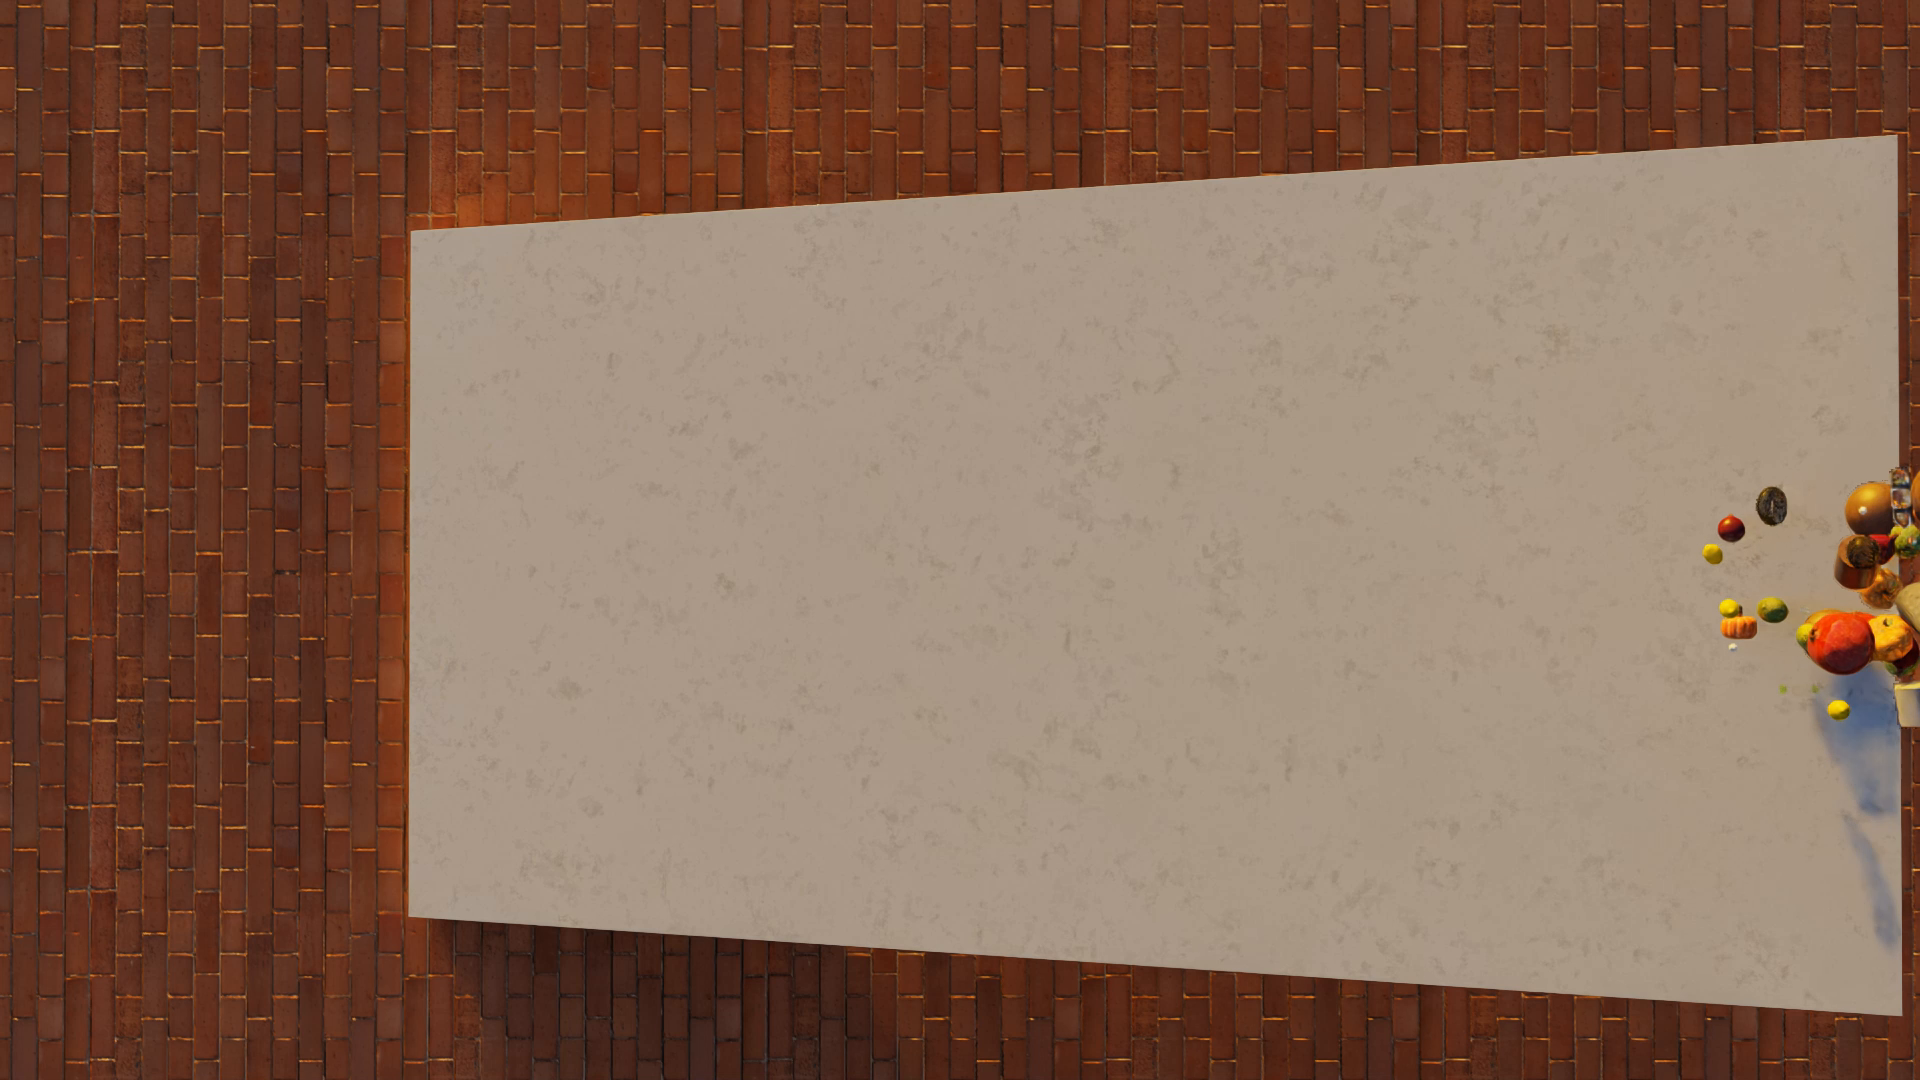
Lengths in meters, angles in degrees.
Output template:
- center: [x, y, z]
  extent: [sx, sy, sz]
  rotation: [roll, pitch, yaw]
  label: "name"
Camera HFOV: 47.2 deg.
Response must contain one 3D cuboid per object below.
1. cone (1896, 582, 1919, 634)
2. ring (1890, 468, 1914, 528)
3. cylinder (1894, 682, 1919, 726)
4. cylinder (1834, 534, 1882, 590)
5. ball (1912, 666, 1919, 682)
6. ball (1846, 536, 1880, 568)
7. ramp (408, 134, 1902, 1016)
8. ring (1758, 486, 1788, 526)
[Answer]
- center: [1.577, 0.136, 3.577]
  extent: [0.099, 0.099, 0.099]
  rotation: [20, 48, 0]
  label: "cone"
- center: [1.668, -0.074, 3.892]
  extent: [0.035, 0.106, 0.106]
  rotation: [-3, 89, 25]
  label: "ring"
- center: [1.753, 0.300, 4.025]
  extent: [0.070, 0.070, 0.070]
  rotation: [-10, 93, 0]
  label: "cylinder"
- center: [1.607, 0.040, 3.938]
  extent: [0.071, 0.071, 0.071]
  rotation: [-7, 55, 10]
  label: "cylinder"
- center: [1.812, 0.260, 4.109]
  extent: [0.061, 0.061, 0.061]
  rotation: [0, 89, 0]
  label: "ball"
- center: [1.592, 0.021, 3.876]
  extent: [0.056, 0.056, 0.056]
  rotation: [0, 89, 0]
  label: "ball"
- center: [0.282, 0.088, 5.749]
  extent: [4.000, 0.100, 2.000]
  rotation: [0, 89, 21]
  label: "ramp"
- center: [1.763, -0.074, 4.773]
  extent: [0.086, 0.029, 0.086]
  rotation: [1, 88, -34]
  label: "ring"
